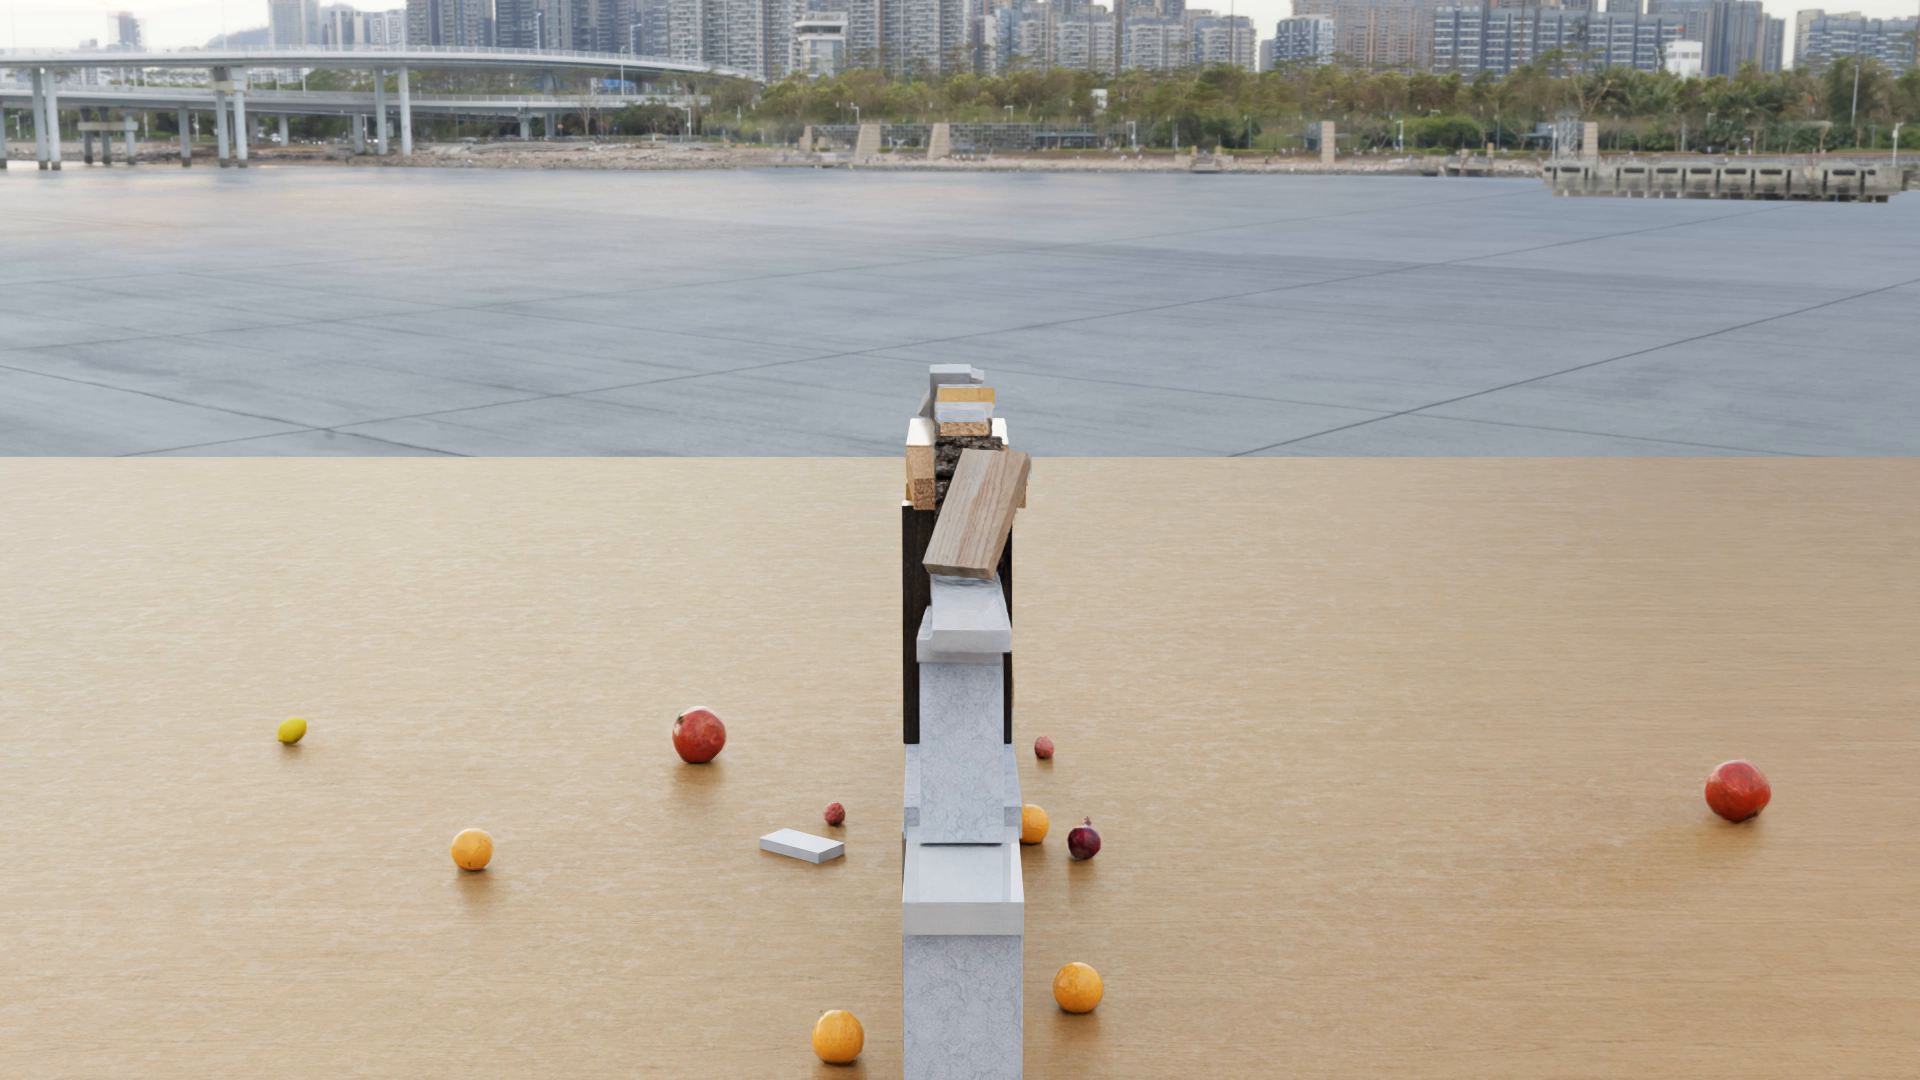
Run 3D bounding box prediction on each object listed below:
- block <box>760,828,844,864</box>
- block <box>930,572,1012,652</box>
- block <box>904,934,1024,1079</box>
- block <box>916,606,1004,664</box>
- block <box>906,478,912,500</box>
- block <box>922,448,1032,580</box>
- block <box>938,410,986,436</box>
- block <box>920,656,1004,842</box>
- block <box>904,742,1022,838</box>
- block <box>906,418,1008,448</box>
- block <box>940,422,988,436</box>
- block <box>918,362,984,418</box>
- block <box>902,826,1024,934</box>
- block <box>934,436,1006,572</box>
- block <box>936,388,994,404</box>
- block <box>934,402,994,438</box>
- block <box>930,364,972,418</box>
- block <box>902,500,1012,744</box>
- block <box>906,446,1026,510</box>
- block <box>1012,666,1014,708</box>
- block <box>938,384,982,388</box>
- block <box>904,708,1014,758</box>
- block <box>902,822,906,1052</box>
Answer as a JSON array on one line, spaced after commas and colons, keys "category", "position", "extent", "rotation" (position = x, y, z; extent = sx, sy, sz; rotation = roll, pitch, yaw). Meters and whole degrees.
[{"category": "block", "position": [-0.279, 0.540, 3.884], "extent": [0.139, 0.020, 0.069], "rotation": [8, 13, 37]}, {"category": "block", "position": [0.011, 0.092, 2.904], "extent": [0.097, 0.027, 0.407], "rotation": [1, 9, -1]}, {"category": "block", "position": [0.004, 0.614, 2.736], "extent": [0.147, 0.294, 0.042], "rotation": [0, 11, 0]}, {"category": "block", "position": [0.004, 0.123, 2.903], "extent": [0.108, 0.031, 0.217], "rotation": [1, 10, 2]}, {"category": "block", "position": [-0.004, 0.065, 3.440], "extent": [0.160, 0.319, 0.045], "rotation": [0, 11, 0]}, {"category": "block", "position": [0.025, -0.037, 3.039], "extent": [0.097, 0.193, 0.027], "rotation": [5, -32, 24]}, {"category": "block", "position": [0.001, -0.170, 3.205], "extent": [0.067, 0.019, 0.135], "rotation": [-1, -5, -1]}, {"category": "block", "position": [0.002, 0.271, 2.866], "extent": [0.108, 0.243, 0.031], "rotation": [0, 1, 0]}, {"category": "block", "position": [0.002, 0.350, 3.103], "extent": [0.158, 0.045, 0.317], "rotation": [0, 11, -1]}, {"category": "block", "position": [-0.004, -0.156, 3.621], "extent": [0.161, 0.046, 0.321], "rotation": [0, 11, 0]}, {"category": "block", "position": [0.004, -0.138, 3.193], "extent": [0.067, 0.019, 0.135], "rotation": [-1, -17, -2]}, {"category": "block", "position": [-0.016, -0.252, 3.789], "extent": [0.070, 0.020, 0.139], "rotation": [11, -34, -18]}, {"category": "block", "position": [0.004, 0.431, 2.802], "extent": [0.147, 0.042, 0.294], "rotation": [0, 11, 0]}, {"category": "block", "position": [0.013, -0.051, 3.114], "extent": [0.097, 0.193, 0.027], "rotation": [0, -16, -4]}, {"category": "block", "position": [0.007, -0.211, 3.404], "extent": [0.086, 0.024, 0.172], "rotation": [0, -5, -2]}, {"category": "block", "position": [0.005, -0.171, 3.336], "extent": [0.086, 0.024, 0.174], "rotation": [0, -13, -1]}, {"category": "block", "position": [-0.016, -0.204, 3.794], "extent": [0.070, 0.254, 0.020], "rotation": [0, 48, 0]}, {"category": "block", "position": [-0.004, 0.121, 3.235], "extent": [0.160, 0.356, 0.045], "rotation": [0, 10, 0]}, {"category": "block", "position": [0.005, -0.095, 3.301], "extent": [0.160, 0.045, 0.320], "rotation": [-1, 10, -3]}, {"category": "block", "position": [-0.001, 0.210, 3.666], "extent": [0.175, 0.049, 0.349], "rotation": [0, 11, 0]}, {"category": "block", "position": [0.000, -0.233, 3.679], "extent": [0.070, 0.020, 0.140], "rotation": [-1, -10, 0]}, {"category": "block", "position": [-0.001, 0.427, 3.588], "extent": [0.175, 0.349, 0.049], "rotation": [0, 11, 0]}, {"category": "block", "position": [0.000, 0.547, 3.032], "extent": [0.158, 0.317, 0.045], "rotation": [0, 11, 0]}]
